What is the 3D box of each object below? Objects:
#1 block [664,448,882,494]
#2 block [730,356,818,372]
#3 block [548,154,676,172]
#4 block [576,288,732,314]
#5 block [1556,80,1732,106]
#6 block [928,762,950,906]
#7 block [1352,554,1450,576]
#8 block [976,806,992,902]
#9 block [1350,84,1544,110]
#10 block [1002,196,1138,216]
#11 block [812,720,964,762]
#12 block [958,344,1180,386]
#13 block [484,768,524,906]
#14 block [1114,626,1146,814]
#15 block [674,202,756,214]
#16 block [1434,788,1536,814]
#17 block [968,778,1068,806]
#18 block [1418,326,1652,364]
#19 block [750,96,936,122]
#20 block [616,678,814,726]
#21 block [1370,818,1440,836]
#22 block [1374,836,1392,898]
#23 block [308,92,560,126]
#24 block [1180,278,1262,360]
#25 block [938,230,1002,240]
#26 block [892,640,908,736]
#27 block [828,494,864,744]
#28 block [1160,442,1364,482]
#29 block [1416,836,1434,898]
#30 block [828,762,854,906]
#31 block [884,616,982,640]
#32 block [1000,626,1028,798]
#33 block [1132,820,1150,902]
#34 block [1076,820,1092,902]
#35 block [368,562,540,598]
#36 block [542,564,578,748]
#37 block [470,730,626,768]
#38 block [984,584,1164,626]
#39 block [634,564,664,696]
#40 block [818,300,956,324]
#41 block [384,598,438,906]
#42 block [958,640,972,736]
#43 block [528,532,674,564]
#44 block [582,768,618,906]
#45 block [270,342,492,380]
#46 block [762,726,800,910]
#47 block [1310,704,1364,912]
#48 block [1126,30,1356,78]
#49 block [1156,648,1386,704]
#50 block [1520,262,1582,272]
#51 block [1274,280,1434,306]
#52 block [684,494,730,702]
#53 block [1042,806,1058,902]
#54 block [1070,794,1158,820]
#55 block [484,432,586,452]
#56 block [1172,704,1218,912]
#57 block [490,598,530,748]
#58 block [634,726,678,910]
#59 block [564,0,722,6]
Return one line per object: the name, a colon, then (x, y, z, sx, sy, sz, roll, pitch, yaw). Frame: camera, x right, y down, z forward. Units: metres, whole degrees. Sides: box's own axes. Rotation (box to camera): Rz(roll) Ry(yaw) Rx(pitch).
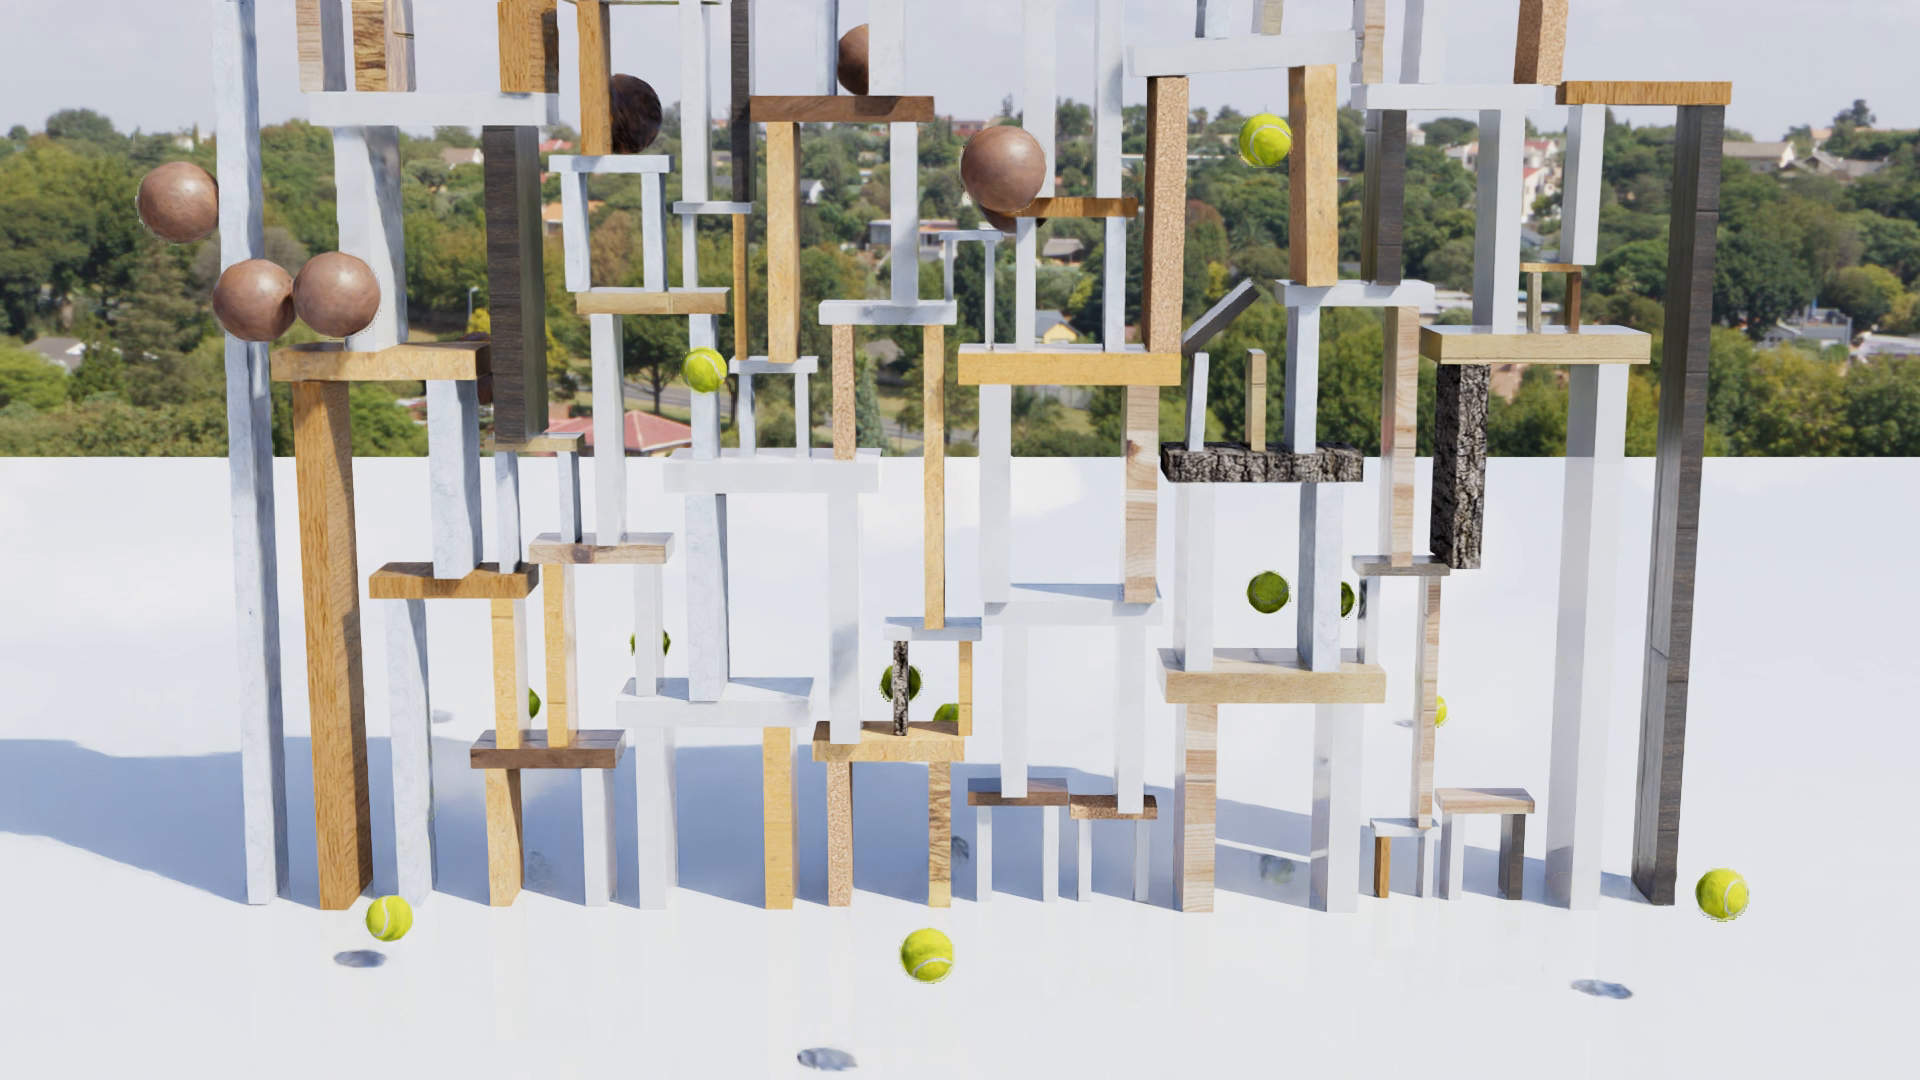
block: (-0.297, -0.112, 3.542, 0.338, 0.048, 0.169, 0, 11, 0)
block: (-0.295, -0.280, 3.506, 0.138, 0.020, 0.069, 0, 11, -1)
block: (-0.545, -0.591, 3.451, 0.185, 0.026, 0.092, 0, 11, -1)
block: (-0.483, -0.380, 3.487, 0.232, 0.033, 0.116, 0, 11, -1)
block: (1.068, -0.700, 3.446, 0.247, 0.035, 0.123, 2, 11, 7)
block: (-0.033, 0.469, 3.646, 0.035, 0.247, 0.123, 0, 11, 0)
block: (0.715, 0.041, 3.569, 0.147, 0.021, 0.073, 0, 11, 0)
block: (0.040, 0.509, 3.653, 0.023, 0.165, 0.082, 0, 10, 0)
block: (0.755, -0.689, 3.423, 0.268, 0.038, 0.134, 0, 11, -1)
block: (0.173, -0.527, 3.470, 0.210, 0.030, 0.105, 0, 10, 1)
block: (-0.116, 0.331, 3.620, 0.247, 0.035, 0.123, 0, 11, 0)
block: (0.172, -0.281, 3.514, 0.347, 0.049, 0.173, 0, 10, 1)
block: (-0.754, 0.475, 3.643, 0.033, 0.235, 0.117, 0, 11, 0)
block: (0.278, 0.278, 3.608, 0.040, 0.311, 0.143, 0, 10, 1)
block: (-0.386, -0.523, 3.458, 0.122, 0.017, 0.061, 0, 11, 1)
block: (0.868, 0.432, 3.644, 0.149, 0.021, 0.075, 0, 11, 0)
block: (0.095, 0.416, 3.637, 0.165, 0.023, 0.082, 0, 10, 0)
block: (0.911, -0.312, 3.502, 0.326, 0.046, 0.163, 0, 11, -1)
block: (-0.180, -0.672, 3.431, 0.281, 0.040, 0.140, 0, 10, 0)
block: (-0.398, 0.265, 3.609, 0.309, 0.044, 0.154, 0, 11, 0)
block: (0.739, 0.477, 3.652, 0.107, 0.015, 0.054, 0, 11, 0)
block: (0.703, 0.537, 3.663, 0.015, 0.107, 0.054, 0, 11, 0)
block: (-0.815, -0.672, 3.429, 0.346, 0.049, 0.173, 0, 11, 2)
block: (0.410, -0.354, 3.502, 0.155, 0.022, 0.077, -41, 10, 13)
block: (0.016, -0.482, 3.472, 0.099, 0.014, 0.050, -1, 11, -2)
block: (-0.097, 0.234, 3.608, 0.023, 0.159, 0.080, 0, 11, 0)
block: (-0.185, 0.112, 3.583, 0.048, 0.408, 0.169, 0, 11, 0)
block: (0.481, -0.126, 3.532, 0.306, 0.043, 0.153, 0, 11, 0)
block: (0.775, 0.537, 3.663, 0.015, 0.107, 0.054, 0, 11, 0)
block: (-0.198, 0.469, 3.646, 0.035, 0.247, 0.123, 0, 11, 0)
block: (-0.044, 0.145, 3.591, 0.159, 0.023, 0.080, 0, 11, 1)
block: (0.088, 0.264, 3.610, 0.040, 0.285, 0.143, 0, 10, 0)
block: (0.301, 0.521, 3.652, 0.020, 0.142, 0.071, 0, 10, 0)
block: (0.206, 0.521, 3.653, 0.020, 0.142, 0.071, 0, 10, 0)
block: (-0.819, 0.065, 3.570, 0.248, 0.035, 0.124, 0, 11, 0)
block: (-0.652, 0.177, 3.594, 0.031, 0.303, 0.109, 0, 11, 0)
block: (-0.676, 0.343, 3.619, 0.235, 0.033, 0.117, 0, 11, 0)
block: (0.182, 0.104, 3.580, 0.285, 0.040, 0.143, 0, 10, 1)
block: (-0.507, 0.135, 3.587, 0.031, 0.219, 0.109, 0, 11, 0)
block: (-0.113, -0.362, 3.495, 0.215, 0.030, 0.108, 0, 10, 0)
block: (-0.902, 0.336, 3.621, 0.035, 0.517, 0.124, 0, 10, 0)
block: (0.009, 0.234, 3.607, 0.023, 0.159, 0.080, 0, 11, 0)
block: (-0.579, 0.013, 3.563, 0.219, 0.031, 0.109, 0, 11, 0)
block: (-0.597, 0.475, 3.643, 0.033, 0.235, 0.117, 0, 11, 0)
block: (-0.916, -0.286, 3.506, 0.316, 0.045, 0.158, 0, 10, 0)
block: (-0.295, 0.438, 3.641, 0.044, 0.309, 0.154, 0, 11, 0)
block: (0.622, 0.418, 3.634, 0.050, 0.351, 0.176, 0, 11, 0)
block: (0.431, -0.753, 3.403, 0.334, 0.047, 0.167, -4, 13, 2)
block: (0.504, 0.221, 3.597, 0.351, 0.050, 0.175, 0, 11, 0)
block: (0.936, -0.433, 3.490, 0.091, 0.013, 0.045, 1, 9, 2)
block: (0.622, -0.391, 3.481, 0.232, 0.033, 0.116, 0, 11, 0)
block: (-0.410, 0.077, 3.576, 0.048, 0.337, 0.169, 0, 10, 0)
block: (0.150, 0.509, 3.653, 0.023, 0.165, 0.082, 0, 10, 0)
block: (0.253, 0.441, 3.635, 0.142, 0.020, 0.071, 0, 10, 1)
block: (-0.681, -0.158, 3.530, 0.148, 0.021, 0.074, 0, 11, 1)
block: (0.388, 0.418, 3.634, 0.050, 0.351, 0.176, 0, 11, 0)
block: (-0.735, 0.204, 3.597, 0.035, 0.248, 0.124, 0, 11, -2)
block: (-0.501, 0.438, 3.641, 0.044, 0.309, 0.154, 0, 11, 0)
block: (-0.489, -0.848, 3.402, 0.232, 0.033, 0.116, 0, 11, 0)
